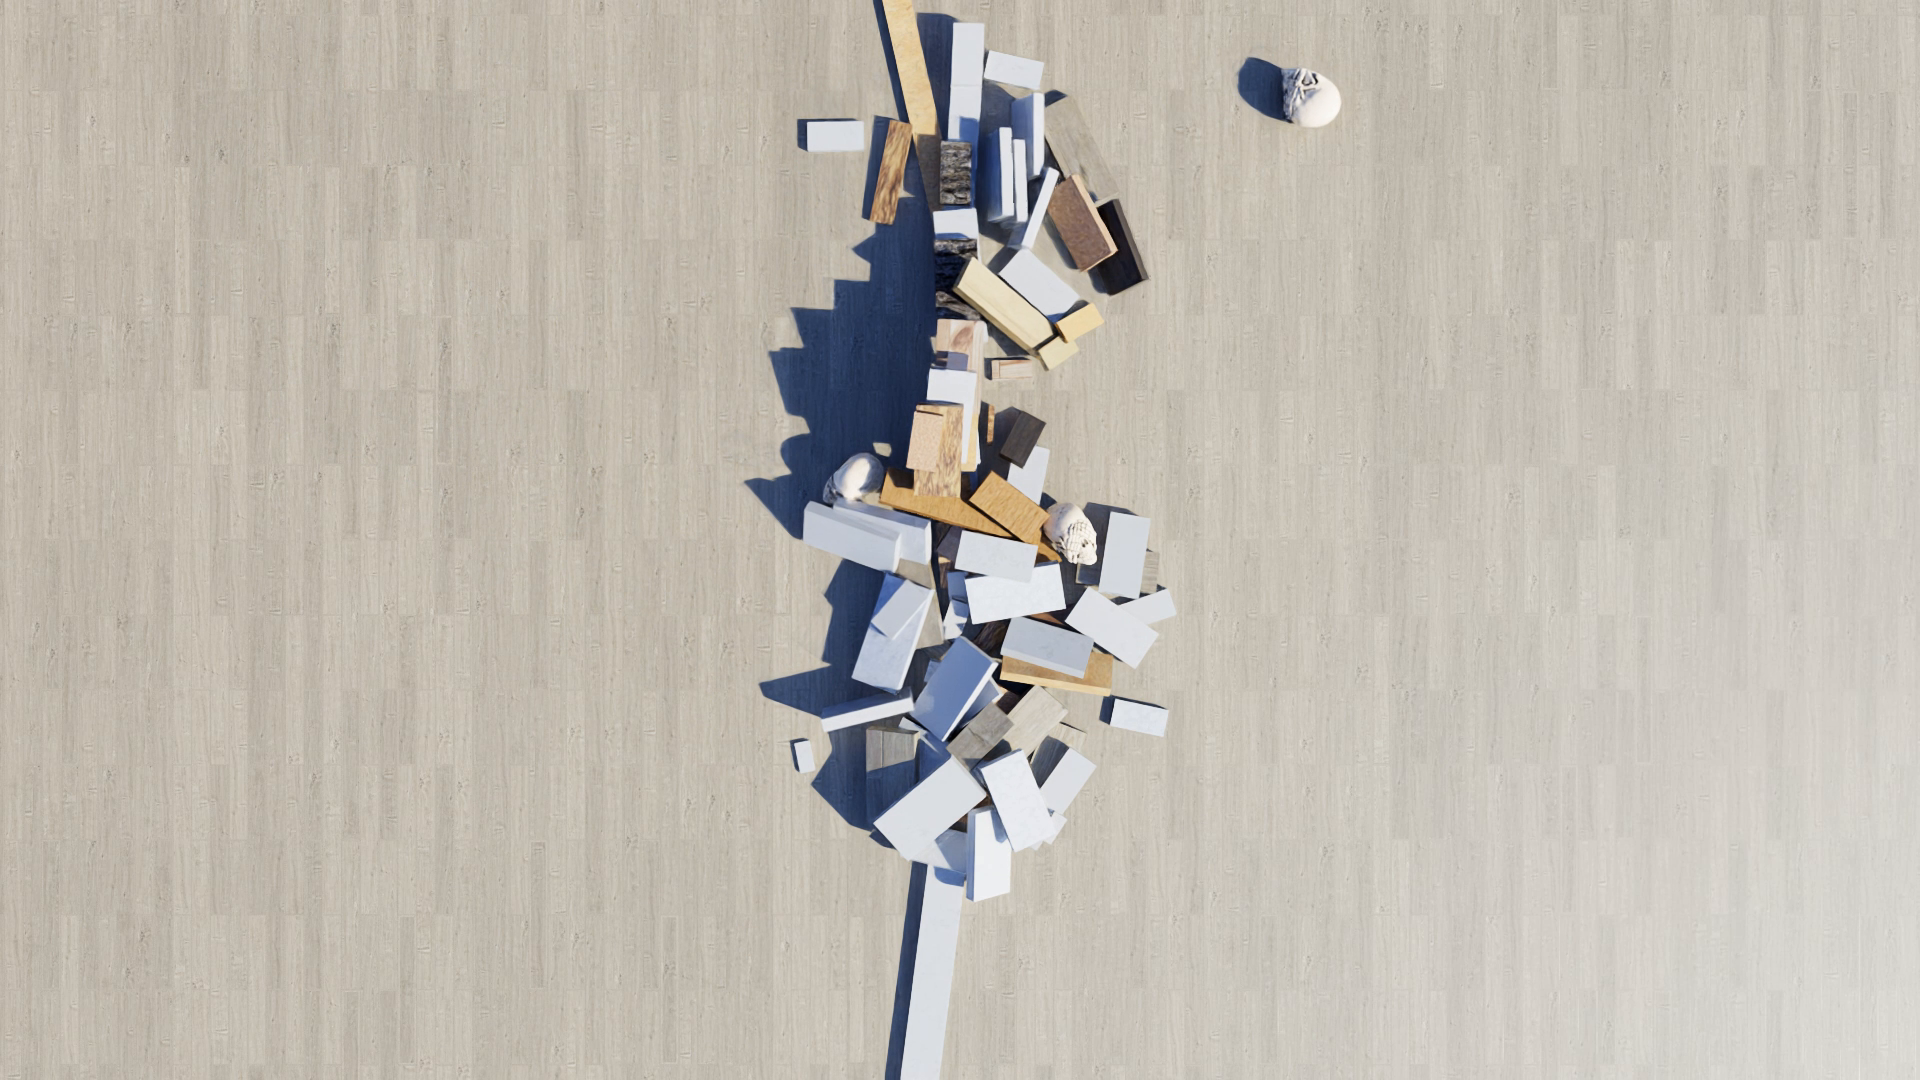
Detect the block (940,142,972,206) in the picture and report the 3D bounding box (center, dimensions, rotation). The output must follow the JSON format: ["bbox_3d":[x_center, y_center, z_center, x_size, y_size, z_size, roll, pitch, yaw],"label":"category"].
[{"bbox_3d":[-0.014,-1.207,5.431,0.101,0.029,0.202,2,90,0],"label":"block"}]

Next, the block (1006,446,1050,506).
[{"bbox_3d":[0.215,-0.203,5.426,0.119,0.034,0.239,15,64,-6],"label":"block"}]

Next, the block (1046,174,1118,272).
[{"bbox_3d":[0.393,-1.043,5.438,0.142,0.040,0.284,-28,89,39],"label":"block"}]

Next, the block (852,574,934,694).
[{"bbox_3d":[-0.220,0.309,5.417,0.162,0.046,0.362,20,94,15],"label":"block"}]

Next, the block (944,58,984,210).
[{"bbox_3d":[0.002,-1.197,5.459,0.101,0.029,0.869,4,90,0],"label":"block"}]

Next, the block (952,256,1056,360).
[{"bbox_3d":[0.148,-0.754,5.377,0.387,0.035,0.125,36,65,-26],"label":"block"}]

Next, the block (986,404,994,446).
[{"bbox_3d":[0.102,-0.379,5.467,0.019,0.066,0.132,3,90,0],"label":"block"}]

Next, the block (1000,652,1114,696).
[{"bbox_3d":[0.318,0.417,5.408,0.361,0.040,0.140,9,48,-1],"label":"block"}]

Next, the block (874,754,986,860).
[{"bbox_3d":[-0.097,0.868,5.350,0.338,0.048,0.169,-41,94,10],"label":"block"}]

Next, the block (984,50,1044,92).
[{"bbox_3d":[0.179,-1.559,5.487,0.186,0.026,0.093,13,90,0],"label":"block"}]

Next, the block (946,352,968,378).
[{"bbox_3d":[-0.009,-0.553,5.201,0.066,0.132,0.019,7,121,0],"label":"block"}]

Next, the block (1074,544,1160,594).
[{"bbox_3d":[0.521,0.095,5.468,0.267,0.038,0.134,7,79,0],"label":"block"}]

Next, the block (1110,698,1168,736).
[{"bbox_3d":[0.595,0.591,5.487,0.181,0.026,0.090,12,90,0],"label":"block"}]

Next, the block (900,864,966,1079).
[{"bbox_3d":[-0.104,1.555,5.482,0.126,0.036,1.006,7,90,0],"label":"block"}]

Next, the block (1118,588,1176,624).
[{"bbox_3d":[0.620,0.233,5.487,0.181,0.026,0.090,-19,90,0],"label":"block"}]

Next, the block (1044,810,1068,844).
[{"bbox_3d":[0.304,0.946,5.424,0.050,0.014,0.101,32,96,-5],"label":"block"}]

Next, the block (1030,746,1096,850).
[{"bbox_3d":[0.306,0.851,5.438,0.108,0.031,0.348,35,96,-1],"label":"block"}]

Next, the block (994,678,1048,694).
[{"bbox_3d":[0.189,0.485,5.485,0.392,0.030,0.107,-31,90,0],"label":"block"}]

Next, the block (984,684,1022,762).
[{"bbox_3d":[0.121,0.635,5.456,0.145,0.041,0.290,26,95,-8],"label":"block"}]

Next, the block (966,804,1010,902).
[{"bbox_3d":[0.096,1.023,5.412,0.150,0.043,0.301,-7,103,-37],"label":"block"}]

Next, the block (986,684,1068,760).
[{"bbox_3d":[0.205,0.619,5.419,0.145,0.041,0.290,41,93,-9],"label":"block"}]

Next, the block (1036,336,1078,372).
[{"bbox_3d":[0.320,-0.624,5.443,0.152,0.022,0.076,-37,102,-33],"label":"block"}]

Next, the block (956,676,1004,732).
[{"bbox_3d":[0.030,0.530,5.435,0.216,0.031,0.108,-41,67,17],"label":"block"}]

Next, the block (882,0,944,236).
[{"bbox_3d":[-0.131,-1.443,5.487,0.093,0.026,1.084,-13,90,0],"label":"block"}]

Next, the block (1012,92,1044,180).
[{"bbox_3d":[0.223,-1.323,5.434,0.038,0.133,0.266,0,90,-32],"label":"block"}]

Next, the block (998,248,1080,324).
[{"bbox_3d":[0.263,-0.844,5.482,0.250,0.035,0.125,42,90,0],"label":"block"}]

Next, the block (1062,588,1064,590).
[{"bbox_3d":[0.226,0.167,5.485,0.213,0.030,0.107,-26,90,0],"label":"block"}]

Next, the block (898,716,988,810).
[{"bbox_3d":[-0.073,0.737,5.428,0.338,0.048,0.169,27,93,14],"label":"block"}]

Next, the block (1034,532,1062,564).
[{"bbox_3d":[0.209,-0.007,5.464,0.134,0.038,0.267,-32,83,-1],"label":"block"}]

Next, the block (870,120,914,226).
[{"bbox_3d":[-0.227,-1.219,5.475,0.076,0.022,0.337,12,93,7],"label":"block"}]

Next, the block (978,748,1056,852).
[{"bbox_3d":[0.186,0.845,5.364,0.150,0.043,0.301,-23,98,-10],"label":"block"}]

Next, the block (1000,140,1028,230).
[{"bbox_3d":[0.173,-1.169,5.432,0.038,0.133,0.266,-2,90,-23],"label":"block"}]

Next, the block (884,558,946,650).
[{"bbox_3d":[-0.154,0.204,5.449,0.155,0.044,0.311,-12,86,14],"label":"block"}]

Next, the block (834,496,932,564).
[{"bbox_3d":[-0.252,-0.031,5.385,0.323,0.162,0.046,15,47,15],"label":"block"}]

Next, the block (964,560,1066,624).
[{"bbox_3d":[0.181,0.171,5.413,0.311,0.044,0.155,-10,106,1],"label":"block"}]

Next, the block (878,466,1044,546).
[{"bbox_3d":[0.009,-0.104,5.374,0.544,0.034,0.119,16,75,-10],"label":"block"}]

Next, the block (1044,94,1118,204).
[{"bbox_3d":[0.386,-1.285,5.480,0.142,0.040,0.357,-25,90,0],"label":"block"}]

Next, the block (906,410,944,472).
[{"bbox_3d":[-0.110,-0.312,5.201,0.092,0.026,0.184,9,109,-1],"label":"block"}]

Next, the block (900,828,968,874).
[{"bbox_3d":[-0.062,1.017,5.458,0.253,0.036,0.126,14,71,2],"label":"block"}]

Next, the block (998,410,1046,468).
[{"bbox_3d":[0.206,-0.332,5.447,0.092,0.026,0.184,28,63,0],"label":"block"}]
